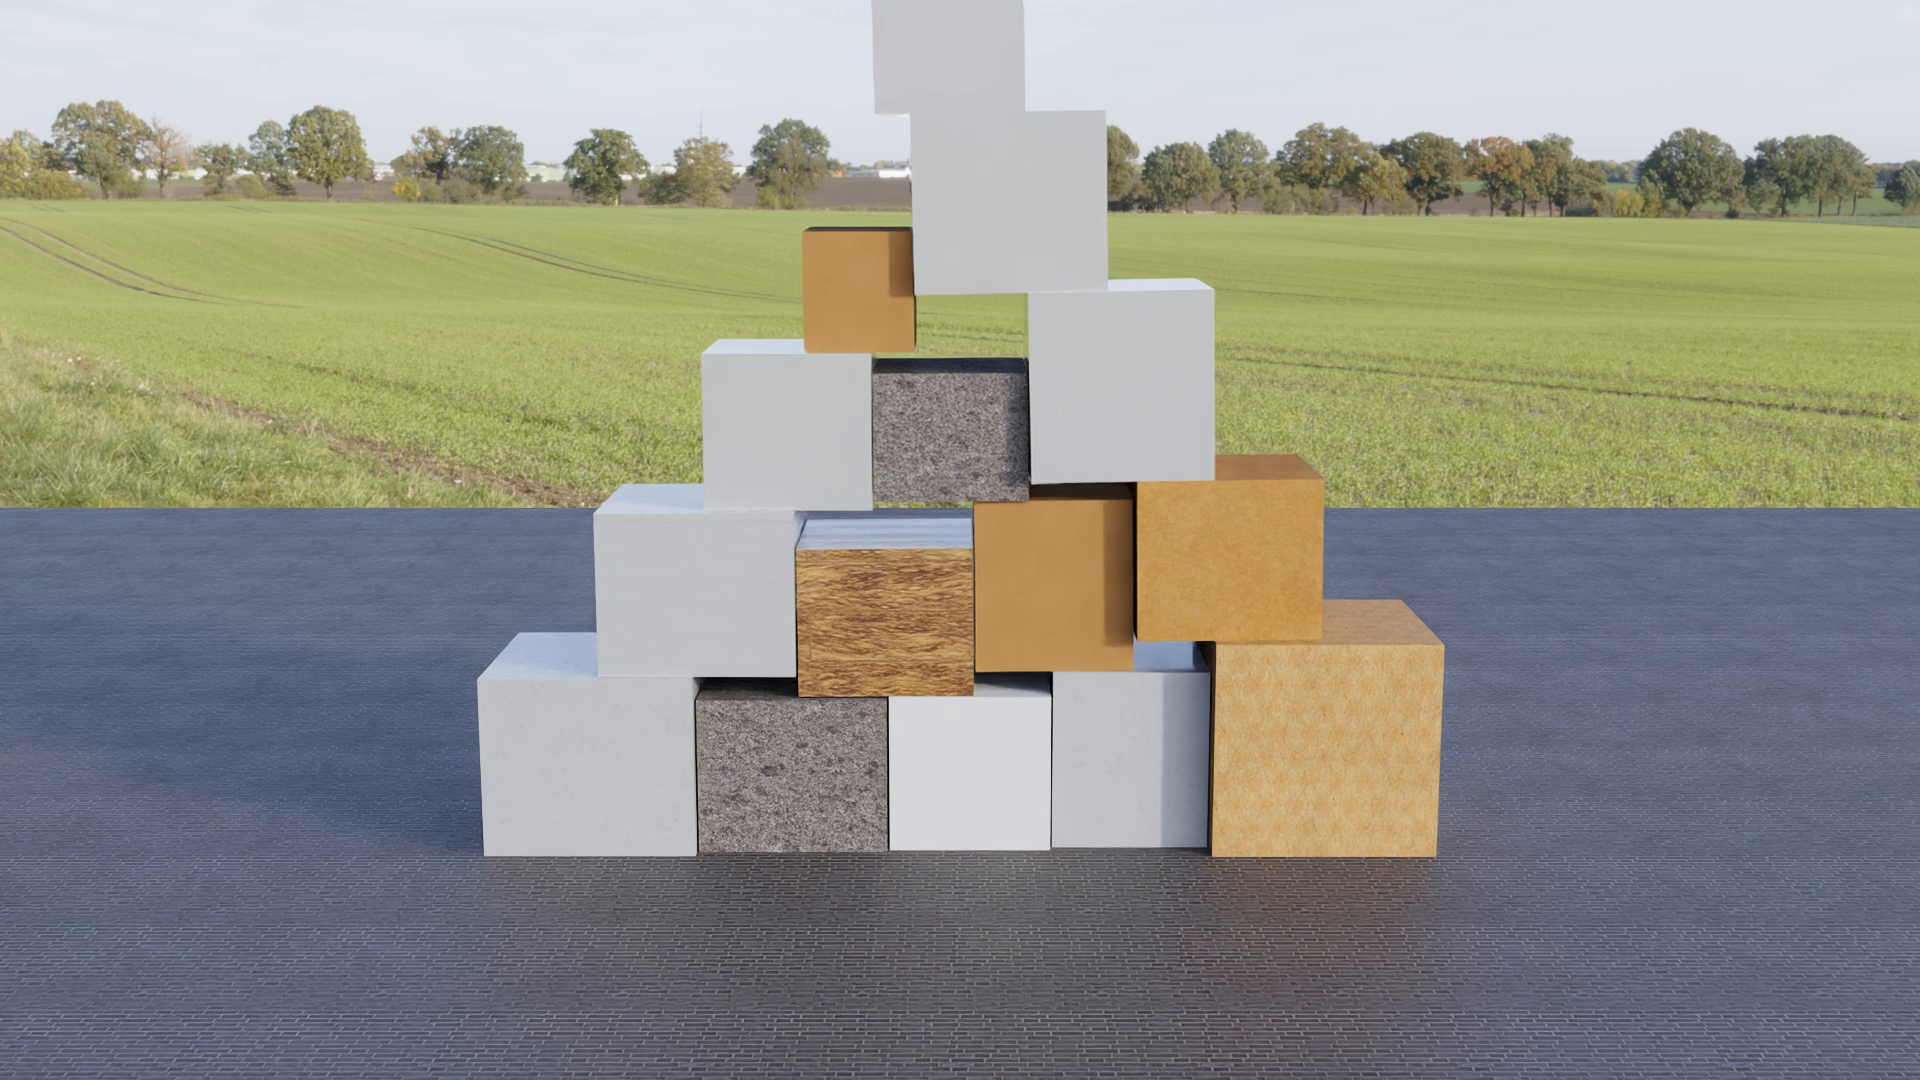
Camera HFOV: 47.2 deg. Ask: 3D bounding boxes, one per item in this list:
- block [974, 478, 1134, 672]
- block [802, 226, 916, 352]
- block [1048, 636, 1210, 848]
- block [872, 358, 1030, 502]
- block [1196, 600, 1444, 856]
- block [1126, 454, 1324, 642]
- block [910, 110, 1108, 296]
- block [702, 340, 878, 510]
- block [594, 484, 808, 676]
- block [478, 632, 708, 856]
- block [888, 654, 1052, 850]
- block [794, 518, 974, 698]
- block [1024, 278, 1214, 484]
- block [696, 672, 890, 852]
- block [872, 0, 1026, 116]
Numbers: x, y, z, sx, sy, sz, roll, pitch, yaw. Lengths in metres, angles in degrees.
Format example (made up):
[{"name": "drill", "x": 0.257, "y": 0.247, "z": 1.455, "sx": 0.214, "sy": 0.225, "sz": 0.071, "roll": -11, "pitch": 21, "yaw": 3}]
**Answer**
[{"name": "block", "x": 0.465, "y": 0.164, "z": 11.218, "sx": 0.784, "sy": 0.859, "sz": 0.728, "roll": -1, "pitch": 10, "yaw": 0}, {"name": "block", "x": -0.492, "y": -1.253, "z": 10.938, "sx": 0.536, "sy": 0.582, "sz": 0.610, "roll": 0, "pitch": 10, "yaw": 0}, {"name": "block", "x": 0.852, "y": 1.029, "z": 11.385, "sx": 0.780, "sy": 0.902, "sz": 0.822, "roll": 0, "pitch": 10, "yaw": 0}, {"name": "block", "x": -0.046, "y": -0.567, "z": 11.095, "sx": 0.764, "sy": 0.630, "sz": 0.783, "roll": 0, "pitch": 10, "yaw": 0}, {"name": "block", "x": 1.808, "y": 0.946, "z": 11.351, "sx": 1.113, "sy": 1.078, "sz": 1.076, "roll": 0, "pitch": 10, "yaw": 0}, {"name": "block", "x": 1.320, "y": 0.025, "z": 11.169, "sx": 0.907, "sy": 0.797, "sz": 0.873, "roll": -1, "pitch": 10, "yaw": 0}, {"name": "block", "x": 0.237, "y": -1.676, "z": 10.870, "sx": 0.930, "sy": 0.854, "sz": 0.785, "roll": -1, "pitch": 10, "yaw": 0}, {"name": "block", "x": -0.840, "y": -0.594, "z": 11.091, "sx": 0.822, "sy": 0.768, "sz": 0.795, "roll": 0, "pitch": 10, "yaw": 0}, {"name": "block", "x": -1.294, "y": 0.188, "z": 11.211, "sx": 0.971, "sy": 0.813, "sz": 0.953, "roll": 0, "pitch": 10, "yaw": 0}, {"name": "block", "x": -1.839, "y": 1.033, "z": 11.361, "sx": 1.051, "sy": 0.903, "sz": 1.046, "roll": 0, "pitch": 10, "yaw": 0}, {"name": "block", "x": 0.050, "y": 1.085, "z": 11.395, "sx": 0.804, "sy": 0.789, "sz": 0.911, "roll": 0, "pitch": 10, "yaw": 0}, {"name": "block", "x": -0.370, "y": 0.331, "z": 11.256, "sx": 0.867, "sy": 0.743, "sz": 0.869, "roll": -1, "pitch": 10, "yaw": 0}, {"name": "block", "x": 0.781, "y": -0.813, "z": 11.021, "sx": 0.890, "sy": 0.921, "sz": 0.869, "roll": -1, "pitch": 10, "yaw": 0}, {"name": "block", "x": -0.832, "y": 1.093, "z": 11.376, "sx": 0.941, "sy": 0.779, "sz": 0.930, "roll": 0, "pitch": 10, "yaw": 0}, {"name": "block", "x": -0.054, "y": -2.400, "z": 10.725, "sx": 0.716, "sy": 0.636, "sz": 0.733, "roll": -1, "pitch": 10, "yaw": 0}]
